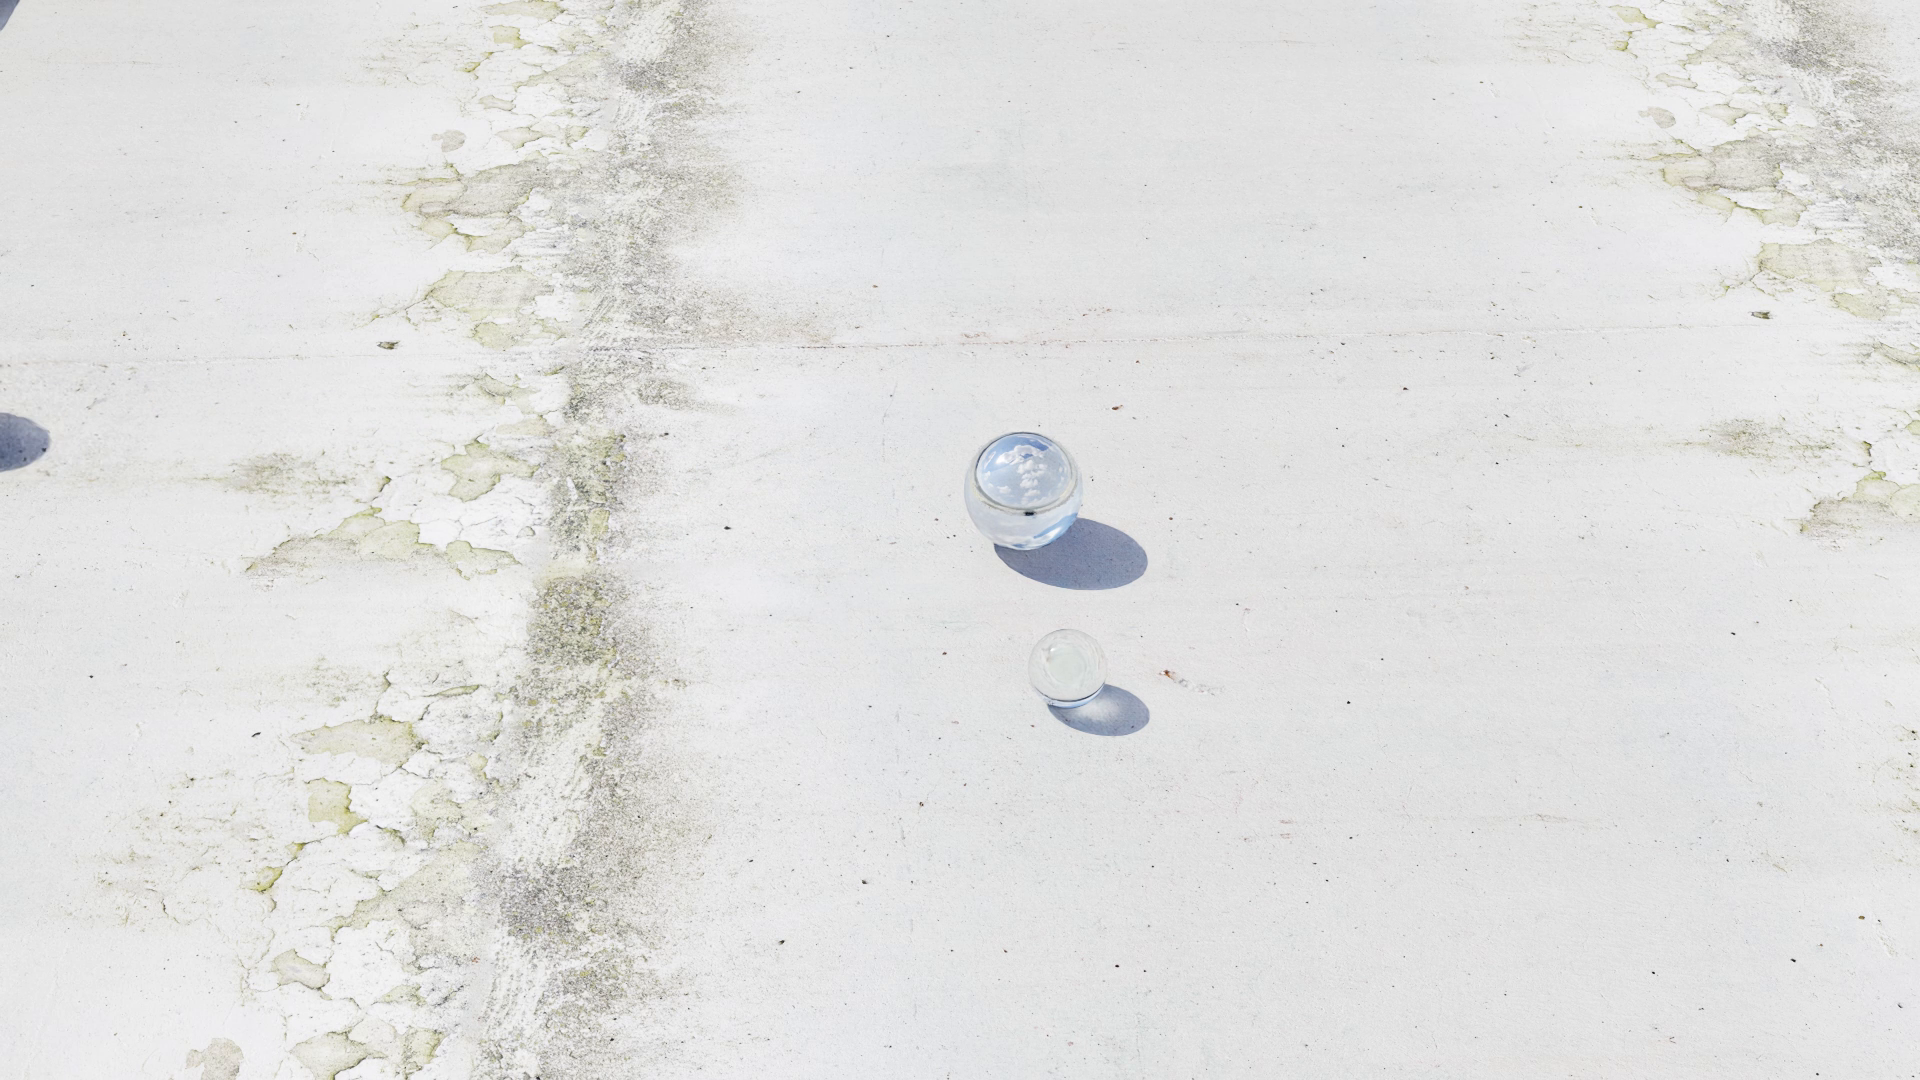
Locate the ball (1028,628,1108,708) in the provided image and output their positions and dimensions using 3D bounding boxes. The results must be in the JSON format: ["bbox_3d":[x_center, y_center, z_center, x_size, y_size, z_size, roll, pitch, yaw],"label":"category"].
[{"bbox_3d":[0.063,0.076,1.514,0.047,0.047,0.047,0,36,0],"label":"ball"}]

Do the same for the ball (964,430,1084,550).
[{"bbox_3d":[0.040,-0.032,1.635,0.077,0.077,0.077,0,36,0],"label":"ball"}]
